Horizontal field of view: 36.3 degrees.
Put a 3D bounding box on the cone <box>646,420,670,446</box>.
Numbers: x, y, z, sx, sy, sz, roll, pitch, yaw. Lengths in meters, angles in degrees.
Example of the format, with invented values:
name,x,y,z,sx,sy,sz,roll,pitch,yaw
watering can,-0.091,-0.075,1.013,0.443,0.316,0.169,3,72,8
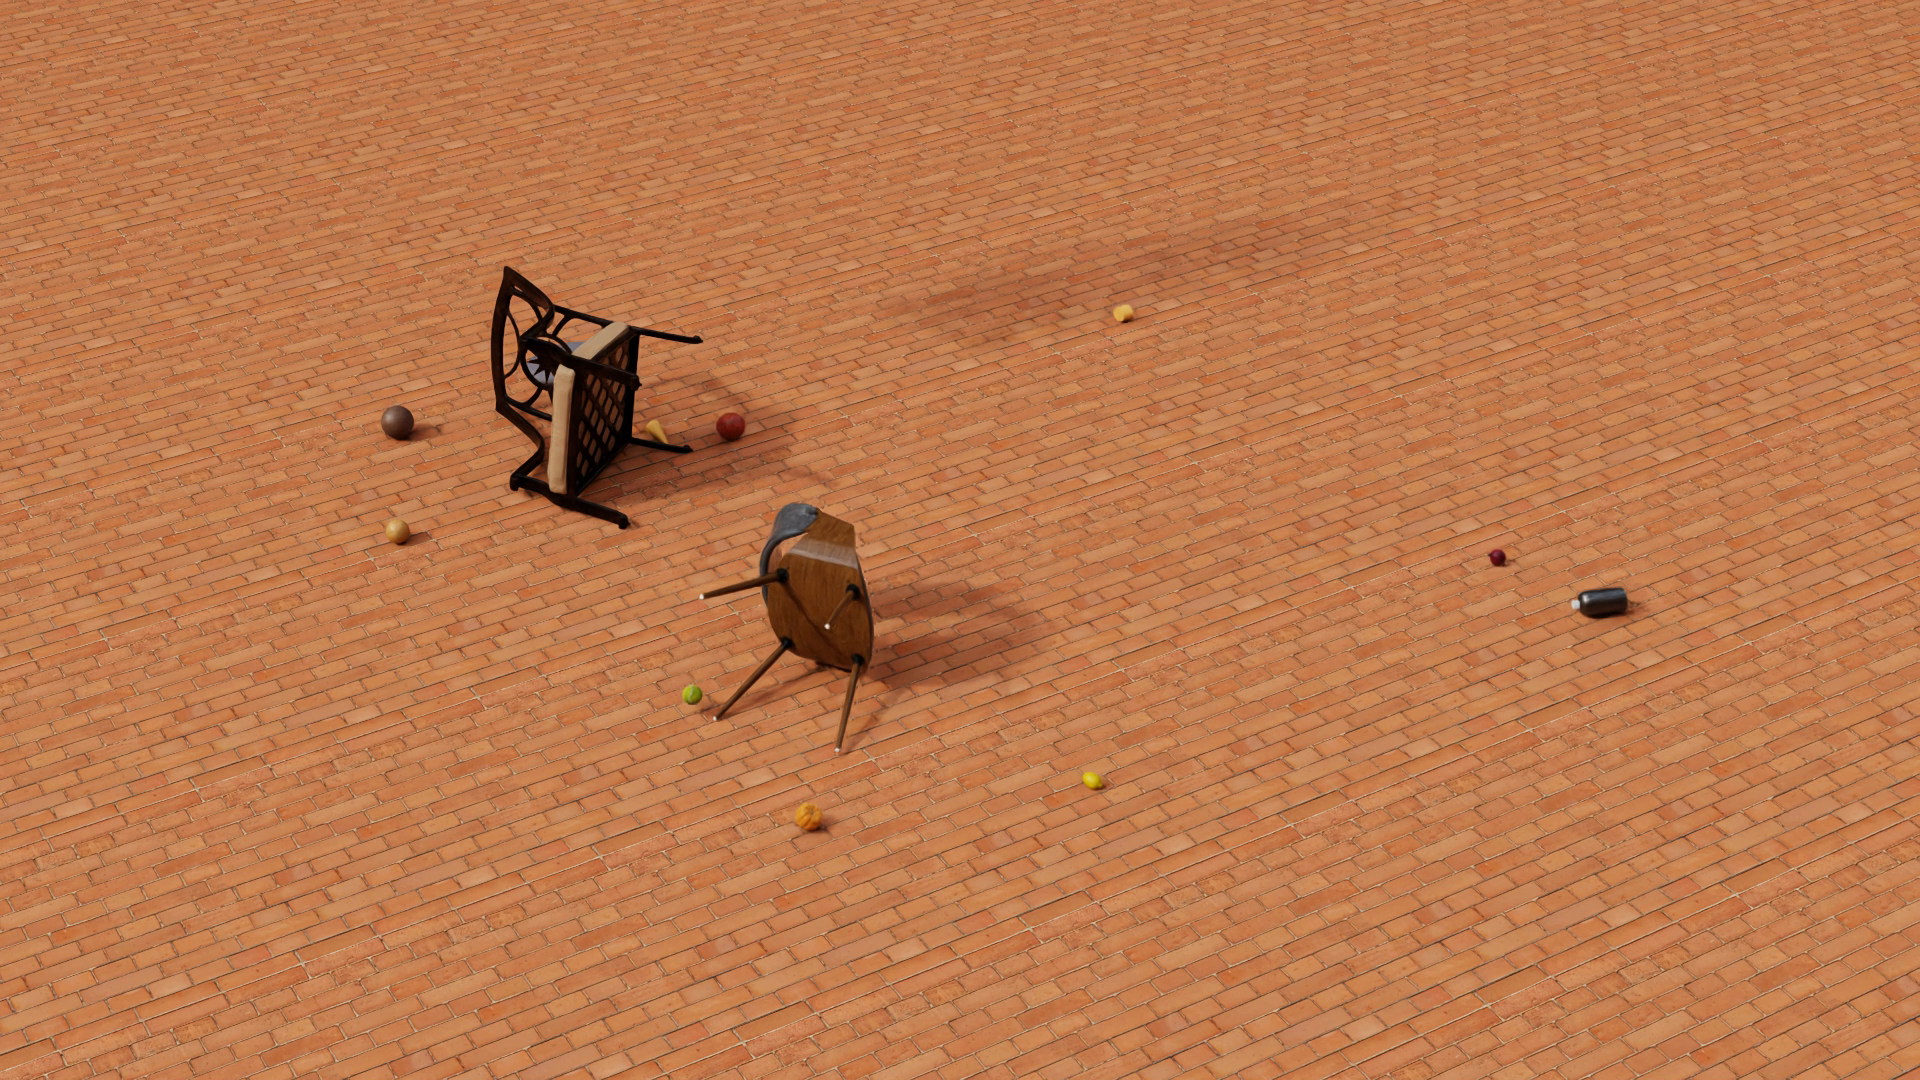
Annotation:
name,x,y,z,sx,sy,sz,roll,pitch,yaw
cone,-1.174,-0.405,11.530,0.065,0.067,0.134,-38,60,-11

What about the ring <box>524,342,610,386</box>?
name,x,y,z,sx,sy,sz,roll,pitch,yaw
ring,-1.603,-0.722,11.985,0.379,0.062,0.283,-26,41,-34

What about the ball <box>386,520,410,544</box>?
name,x,y,z,sx,sy,sz,roll,pitch,yaw
ball,-2.093,-0.032,10.911,0.090,0.090,0.090,0,33,0
